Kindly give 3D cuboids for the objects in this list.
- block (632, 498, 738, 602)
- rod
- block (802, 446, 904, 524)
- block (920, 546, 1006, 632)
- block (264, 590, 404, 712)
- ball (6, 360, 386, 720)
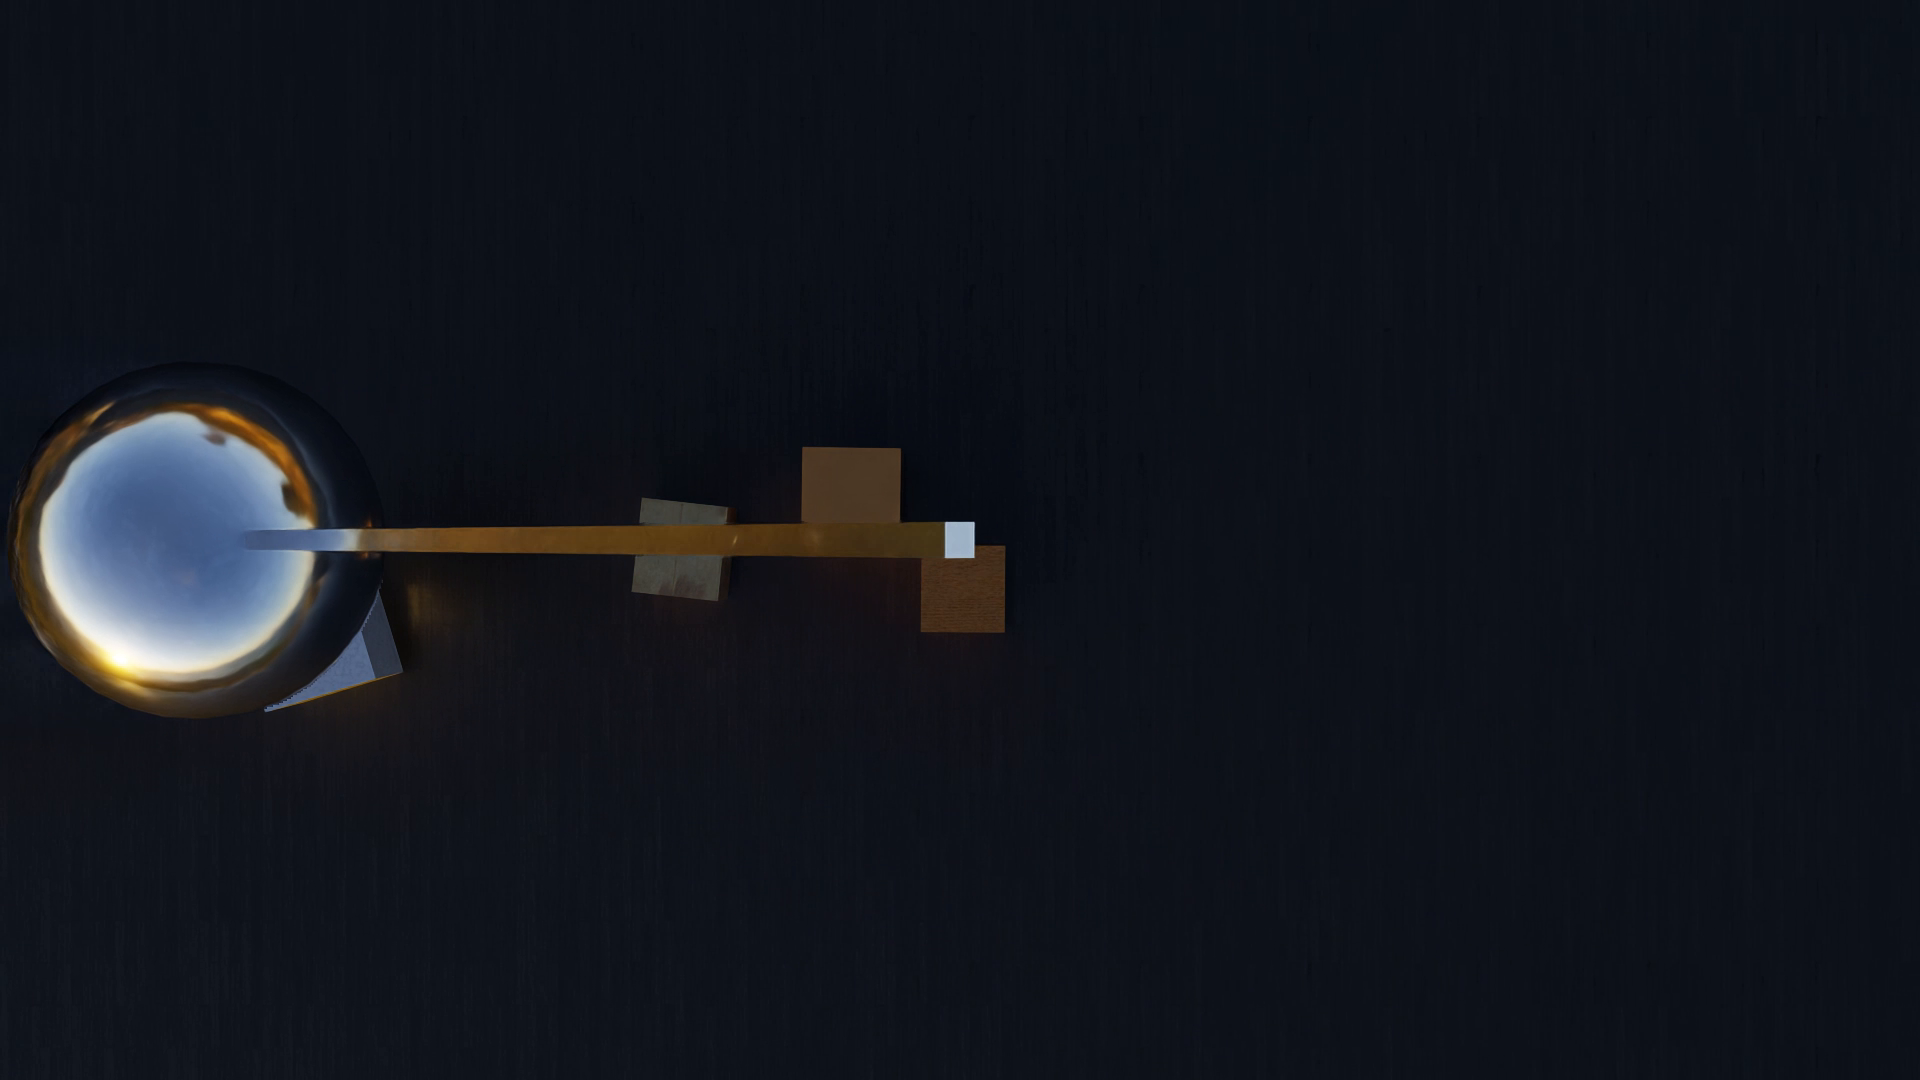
[{"bbox_3d":[-1.588,0.053,12.732,0.491,0.536,0.537,6,90,0],"label":"block"},{"bbox_3d":[-1.469,0.000,7.017,0.080,5.200,0.080,0,90,-34],"label":"rod"},{"bbox_3d":[-0.617,-0.253,12.721,0.557,0.558,0.540,1,90,0],"label":"block"},{"bbox_3d":[0.018,0.279,12.771,0.479,0.457,0.496,0,90,0],"label":"block"},{"bbox_3d":[-3.684,0.596,12.689,0.650,0.622,0.584,-17,90,0],"label":"block"},{"bbox_3d":[-3.390,0.000,9.822,1.600,1.600,1.600,0,90,0],"label":"ball"}]
